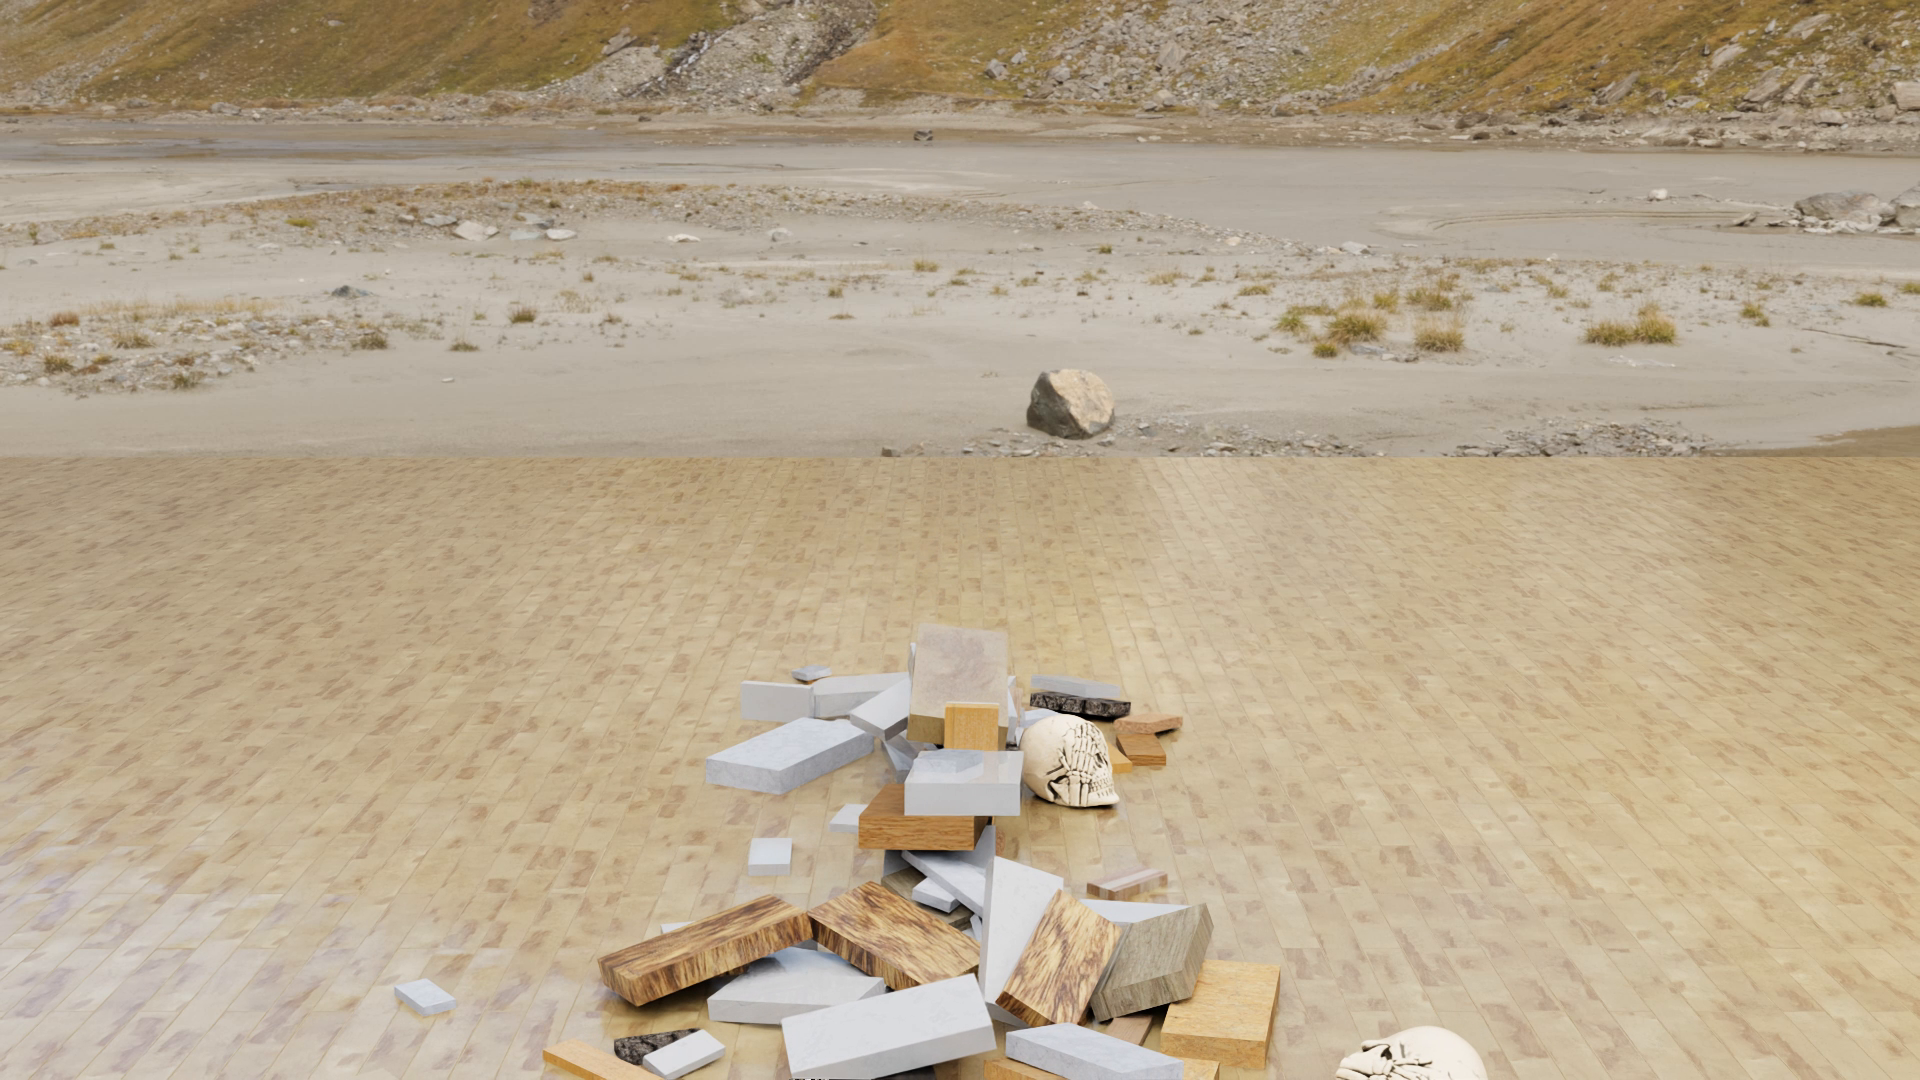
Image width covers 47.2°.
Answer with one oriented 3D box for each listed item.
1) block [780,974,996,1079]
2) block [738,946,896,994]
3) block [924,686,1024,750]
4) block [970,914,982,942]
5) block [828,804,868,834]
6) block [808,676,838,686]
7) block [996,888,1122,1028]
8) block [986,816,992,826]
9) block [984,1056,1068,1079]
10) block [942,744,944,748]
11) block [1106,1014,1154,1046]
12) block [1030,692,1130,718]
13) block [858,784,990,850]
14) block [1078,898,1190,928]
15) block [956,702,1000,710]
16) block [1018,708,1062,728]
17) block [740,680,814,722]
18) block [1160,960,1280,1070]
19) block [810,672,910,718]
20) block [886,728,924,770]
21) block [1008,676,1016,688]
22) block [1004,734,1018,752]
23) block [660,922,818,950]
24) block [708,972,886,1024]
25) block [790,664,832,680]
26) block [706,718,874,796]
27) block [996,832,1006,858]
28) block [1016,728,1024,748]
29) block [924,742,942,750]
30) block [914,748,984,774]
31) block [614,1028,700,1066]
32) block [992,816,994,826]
[{"bbox_3d":[-0.098,0.663,2.954,0.271,0.038,0.135,-12,20,-6],"label":"block"},{"bbox_3d":[-0.200,0.650,3.260,0.227,0.032,0.113,4,11,23],"label":"block"},{"bbox_3d":[0.022,0.390,4.236,0.174,0.049,0.347,8,30,2],"label":"block"},{"bbox_3d":[0.079,0.606,3.306,0.131,0.018,0.065,26,23,-27],"label":"block"},{"bbox_3d":[-0.196,0.512,4.042,0.060,0.017,0.121,2,11,12],"label":"block"},{"bbox_3d":[-0.283,0.328,5.035,0.118,0.017,0.059,5,11,24],"label":"block"},{"bbox_3d":[0.143,0.605,3.127,0.112,0.032,0.223,32,39,3],"label":"block"},{"bbox_3d":[0.007,0.477,3.800,0.098,0.028,0.196,2,1,1],"label":"block"},{"bbox_3d":[0.114,0.708,2.889,0.083,0.023,0.166,1,1,-37],"label":"block"},{"bbox_3d":[0.012,0.372,3.975,0.084,0.024,0.167,6,-2,1],"label":"block"},{"bbox_3d":[0.236,0.691,3.084,0.052,0.015,0.104,3,11,16],"label":"block"},{"bbox_3d":[0.262,0.358,4.794,0.196,0.028,0.098,5,1,27],"label":"block"},{"bbox_3d":[-0.052,0.444,3.542,0.177,0.050,0.355,0,2,5],"label":"block"},{"bbox_3d":[0.277,0.606,3.509,0.184,0.026,0.092,2,11,10],"label":"block"},{"bbox_3d":[0.020,0.372,3.807,0.091,0.182,0.026,2,12,1],"label":"block"},{"bbox_3d":[0.152,0.384,4.730,0.119,0.017,0.059,-7,13,-33],"label":"block"},{"bbox_3d":[-0.394,0.350,4.743,0.159,0.080,0.023,3,11,16],"label":"block"},{"bbox_3d":[0.374,0.670,3.129,0.142,0.040,0.283,2,11,12],"label":"block"},{"bbox_3d":[-0.173,0.333,4.778,0.347,0.049,0.174,-6,8,20],"label":"block"},{"bbox_3d":[-0.048,0.397,4.427,0.174,0.049,0.347,-3,11,-16],"label":"block"},{"bbox_3d":[0.107,0.340,4.872,0.015,0.053,0.106,2,11,12],"label":"block"},{"bbox_3d":[0.076,0.381,4.157,0.059,0.017,0.118,2,30,-8],"label":"block"},{"bbox_3d":[-0.344,0.621,3.414,0.227,0.032,0.113,-3,11,-15],"label":"block"},{"bbox_3d":[-0.234,0.658,3.150,0.227,0.032,0.113,-2,9,23],"label":"block"},{"bbox_3d":[-0.344,0.306,5.077,0.059,0.017,0.118,-14,6,-21],"label":"block"},{"bbox_3d":[-0.336,0.429,4.399,0.174,0.049,0.348,6,12,28],"label":"block"},{"bbox_3d":[0.020,0.541,3.656,0.092,0.026,0.184,2,23,7],"label":"block"},{"bbox_3d":[0.074,0.396,4.168,0.068,0.019,0.137,11,30,8],"label":"block"},{"bbox_3d":[-0.008,0.393,4.084,0.084,0.024,0.167,4,8,-14],"label":"block"},{"bbox_3d":[-0.018,0.357,3.560,0.071,0.020,0.142,0,2,18],"label":"block"},{"bbox_3d":[-0.412,0.700,3.033,0.120,0.017,0.060,-4,11,-19],"label":"block"},{"bbox_3d":[0.012,0.500,3.909,0.098,0.028,0.196,2,23,2],"label":"block"}]
